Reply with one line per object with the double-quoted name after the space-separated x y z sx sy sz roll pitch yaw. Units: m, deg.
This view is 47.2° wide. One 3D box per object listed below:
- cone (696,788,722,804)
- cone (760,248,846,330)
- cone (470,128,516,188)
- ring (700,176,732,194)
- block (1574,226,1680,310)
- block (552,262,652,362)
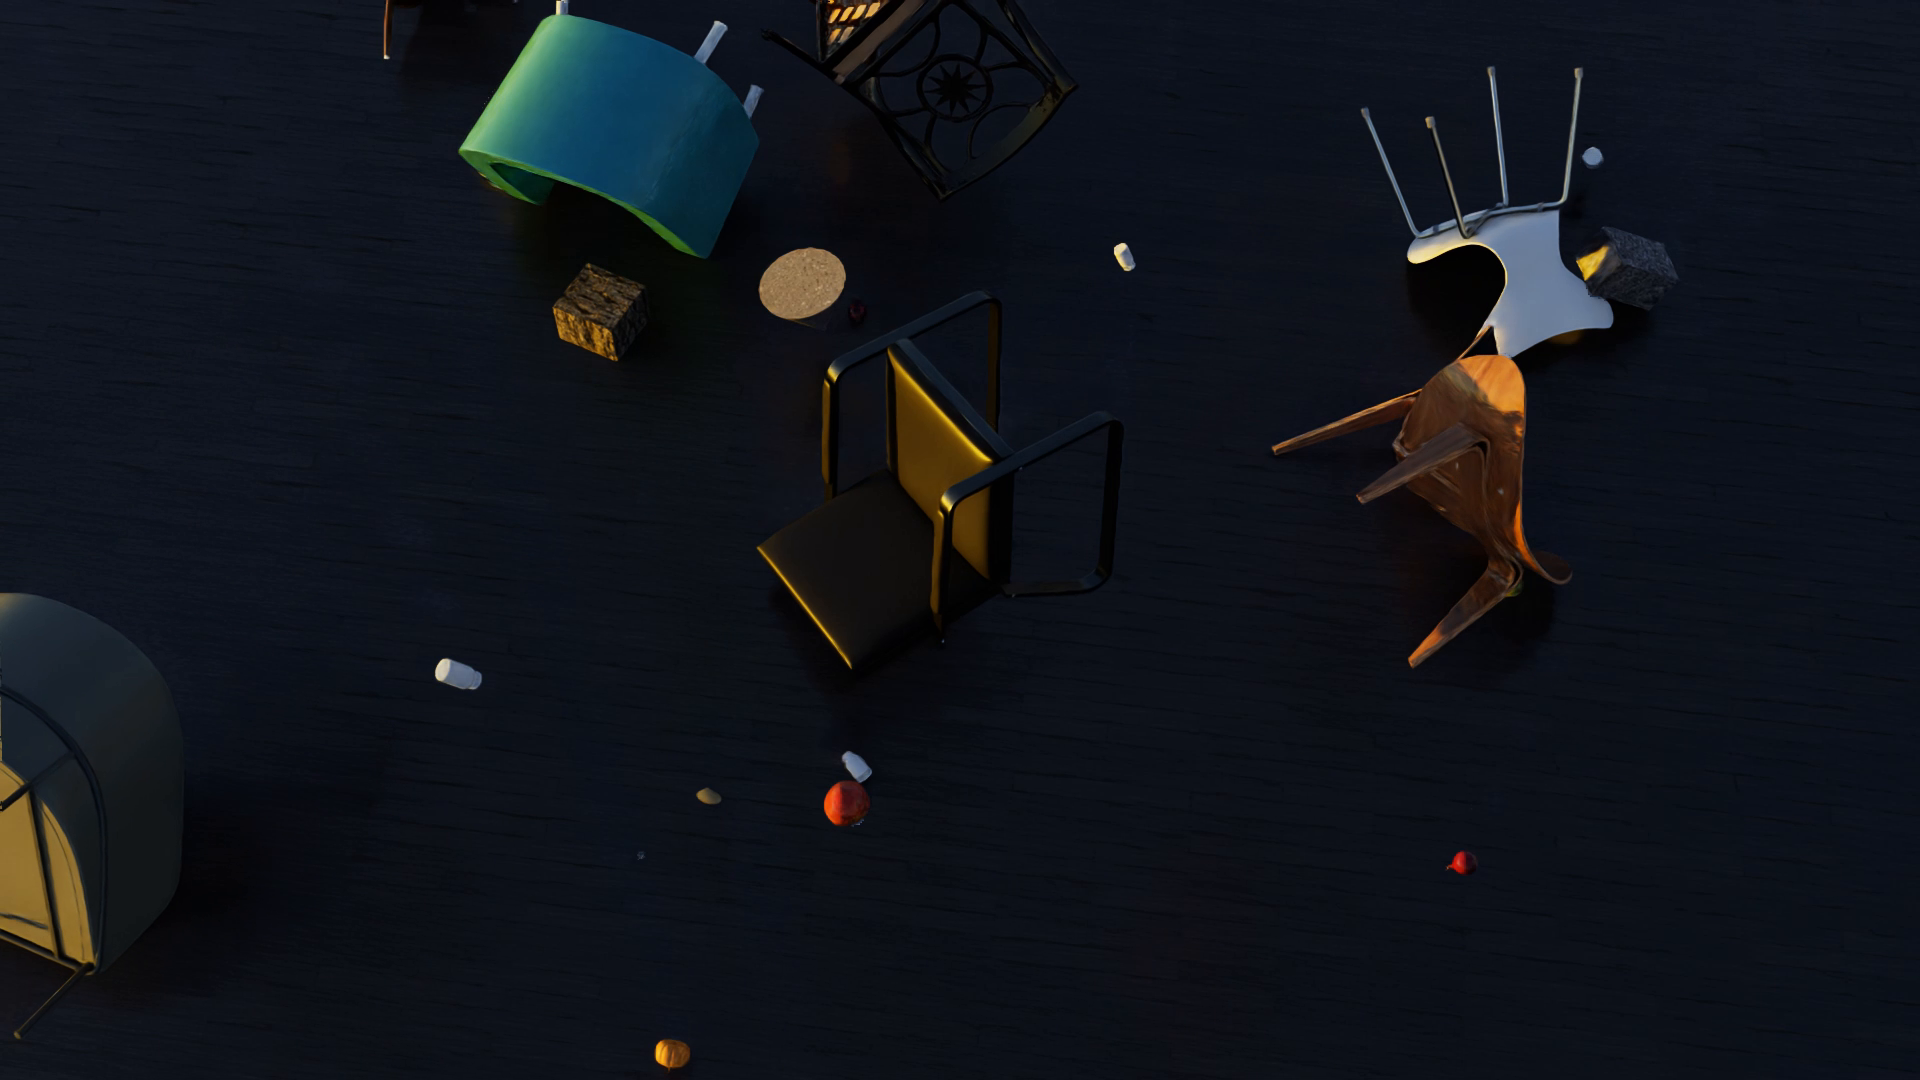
-0.695 0.696 6.071 0.074 0.060 0.042 17 58 11 "cone"
-0.455 -0.722 6.825 0.273 0.219 0.314 -29 49 -4 "cone"
-1.588 -1.269 7.335 0.117 0.193 0.208 0 33 26 "cone"
-0.813 -1.187 7.347 0.113 0.039 0.049 -19 57 -11 "ring"
2.123 -0.866 7.002 0.255 0.146 0.162 11 50 -28 "block"
-1.132 -0.722 6.965 0.216 0.155 0.204 23 59 14 "block"
